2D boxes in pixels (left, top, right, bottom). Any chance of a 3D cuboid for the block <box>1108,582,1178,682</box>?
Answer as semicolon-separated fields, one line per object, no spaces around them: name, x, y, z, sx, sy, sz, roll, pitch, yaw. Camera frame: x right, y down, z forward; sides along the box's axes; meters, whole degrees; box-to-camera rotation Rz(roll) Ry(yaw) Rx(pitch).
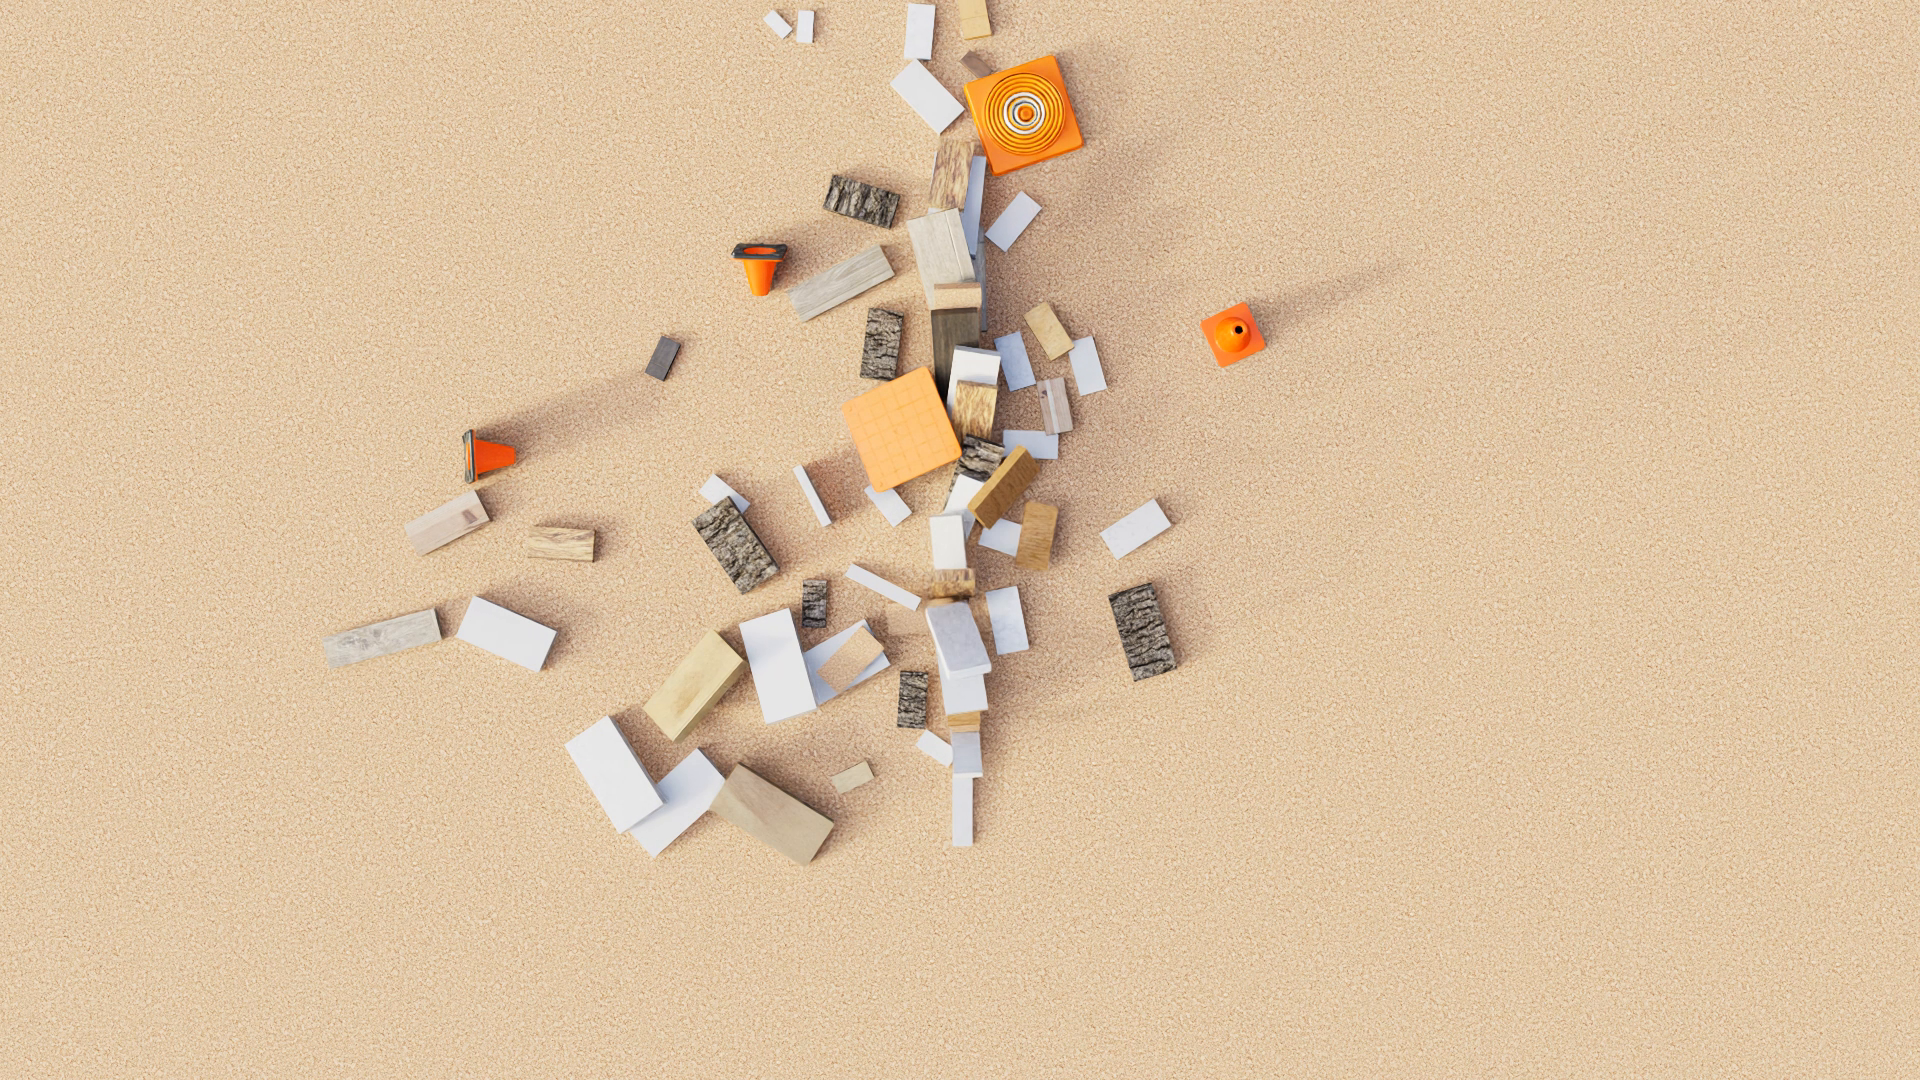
block;0.606;0.306;5.479;0.149;0.042;0.298;-17;90;0

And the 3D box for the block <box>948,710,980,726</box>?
block;0.007;0.503;5.444;0.107;0.030;0.214;-4;76;0

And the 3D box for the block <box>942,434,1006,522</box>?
block;0.046;-0.203;5.439;0.134;0.038;0.268;18;109;0

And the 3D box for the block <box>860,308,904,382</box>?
block;-0.260;-0.648;5.483;0.117;0.033;0.233;8;90;0

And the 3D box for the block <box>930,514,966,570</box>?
block;-0.037;0.019;5.450;0.104;0.030;0.209;-4;107;6

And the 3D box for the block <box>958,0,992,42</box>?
block;0.043;-1.759;5.487;0.089;0.025;0.178;-11;90;0

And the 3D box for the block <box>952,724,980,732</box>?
block;0.012;0.540;5.464;0.094;0.027;0.187;-4;76;0

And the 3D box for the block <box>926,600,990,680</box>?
block;-0.007;0.323;5.361;0.139;0.039;0.278;-11;49;-12

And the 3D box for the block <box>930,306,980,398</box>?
block;-0.011;-0.612;5.398;0.151;0.043;0.302;-4;124;0

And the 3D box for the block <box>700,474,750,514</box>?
block;-0.783;-0.140;5.489;0.158;0.022;0.079;39;90;0

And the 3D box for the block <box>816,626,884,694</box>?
block;-0.360;0.395;5.435;0.107;0.030;0.214;44;90;0

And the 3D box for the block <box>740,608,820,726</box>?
block;-0.595;0.417;5.425;0.174;0.049;0.348;-18;75;3

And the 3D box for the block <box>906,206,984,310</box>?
block;-0.047;-0.895;5.373;0.171;0.048;0.341;-13;106;7

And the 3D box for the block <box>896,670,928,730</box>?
block;-0.157;0.533;5.487;0.094;0.027;0.187;4;90;0

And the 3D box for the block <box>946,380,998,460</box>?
block;0.039;-0.387;5.414;0.134;0.038;0.268;8;118;0

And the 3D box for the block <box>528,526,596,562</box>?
block;-1.324;0.015;5.485;0.215;0.030;0.108;4;90;0

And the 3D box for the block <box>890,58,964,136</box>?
block;-0.108;-1.472;5.483;0.117;0.033;0.235;-44;90;0

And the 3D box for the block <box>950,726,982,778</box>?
block;0.020;0.693;5.429;0.094;0.027;0.187;-2;52;-4

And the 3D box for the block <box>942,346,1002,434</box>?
block;0.038;-0.481;5.410;0.151;0.043;0.302;9;118;0

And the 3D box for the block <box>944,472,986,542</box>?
block;0.011;-0.110;5.437;0.104;0.030;0.209;22;109;-1

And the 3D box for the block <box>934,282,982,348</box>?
block;-0.006;-0.693;5.395;0.151;0.043;0.301;-2;124;-1

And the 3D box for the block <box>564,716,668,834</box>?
block;-1.136;0.773;5.445;0.175;0.049;0.349;-35;80;1

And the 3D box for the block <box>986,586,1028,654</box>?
block;0.157;0.267;5.485;0.107;0.030;0.213;-11;90;0

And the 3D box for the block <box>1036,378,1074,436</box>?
block;0.314;-0.442;5.473;0.091;0.026;0.182;-10;82;-2

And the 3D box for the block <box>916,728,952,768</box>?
block;-0.076;0.693;5.491;0.130;0.018;0.065;35;90;0

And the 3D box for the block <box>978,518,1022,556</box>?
block;0.177;-0.003;5.485;0.209;0.030;0.104;19;90;0

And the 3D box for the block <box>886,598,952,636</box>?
block;-0.132;0.255;5.485;0.214;0.030;0.107;-5;90;0

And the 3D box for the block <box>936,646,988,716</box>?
block;0.002;0.429;5.427;0.139;0.039;0.278;-9;76;-1

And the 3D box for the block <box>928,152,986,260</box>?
block;-0.016;-1.102;5.441;0.171;0.048;0.341;6;79;1

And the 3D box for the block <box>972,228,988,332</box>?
block;0.000;-0.861;5.476;0.171;0.048;0.341;-1;90;0

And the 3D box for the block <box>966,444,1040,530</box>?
block;0.144;-0.173;5.417;0.038;0.134;0.268;35;81;36
